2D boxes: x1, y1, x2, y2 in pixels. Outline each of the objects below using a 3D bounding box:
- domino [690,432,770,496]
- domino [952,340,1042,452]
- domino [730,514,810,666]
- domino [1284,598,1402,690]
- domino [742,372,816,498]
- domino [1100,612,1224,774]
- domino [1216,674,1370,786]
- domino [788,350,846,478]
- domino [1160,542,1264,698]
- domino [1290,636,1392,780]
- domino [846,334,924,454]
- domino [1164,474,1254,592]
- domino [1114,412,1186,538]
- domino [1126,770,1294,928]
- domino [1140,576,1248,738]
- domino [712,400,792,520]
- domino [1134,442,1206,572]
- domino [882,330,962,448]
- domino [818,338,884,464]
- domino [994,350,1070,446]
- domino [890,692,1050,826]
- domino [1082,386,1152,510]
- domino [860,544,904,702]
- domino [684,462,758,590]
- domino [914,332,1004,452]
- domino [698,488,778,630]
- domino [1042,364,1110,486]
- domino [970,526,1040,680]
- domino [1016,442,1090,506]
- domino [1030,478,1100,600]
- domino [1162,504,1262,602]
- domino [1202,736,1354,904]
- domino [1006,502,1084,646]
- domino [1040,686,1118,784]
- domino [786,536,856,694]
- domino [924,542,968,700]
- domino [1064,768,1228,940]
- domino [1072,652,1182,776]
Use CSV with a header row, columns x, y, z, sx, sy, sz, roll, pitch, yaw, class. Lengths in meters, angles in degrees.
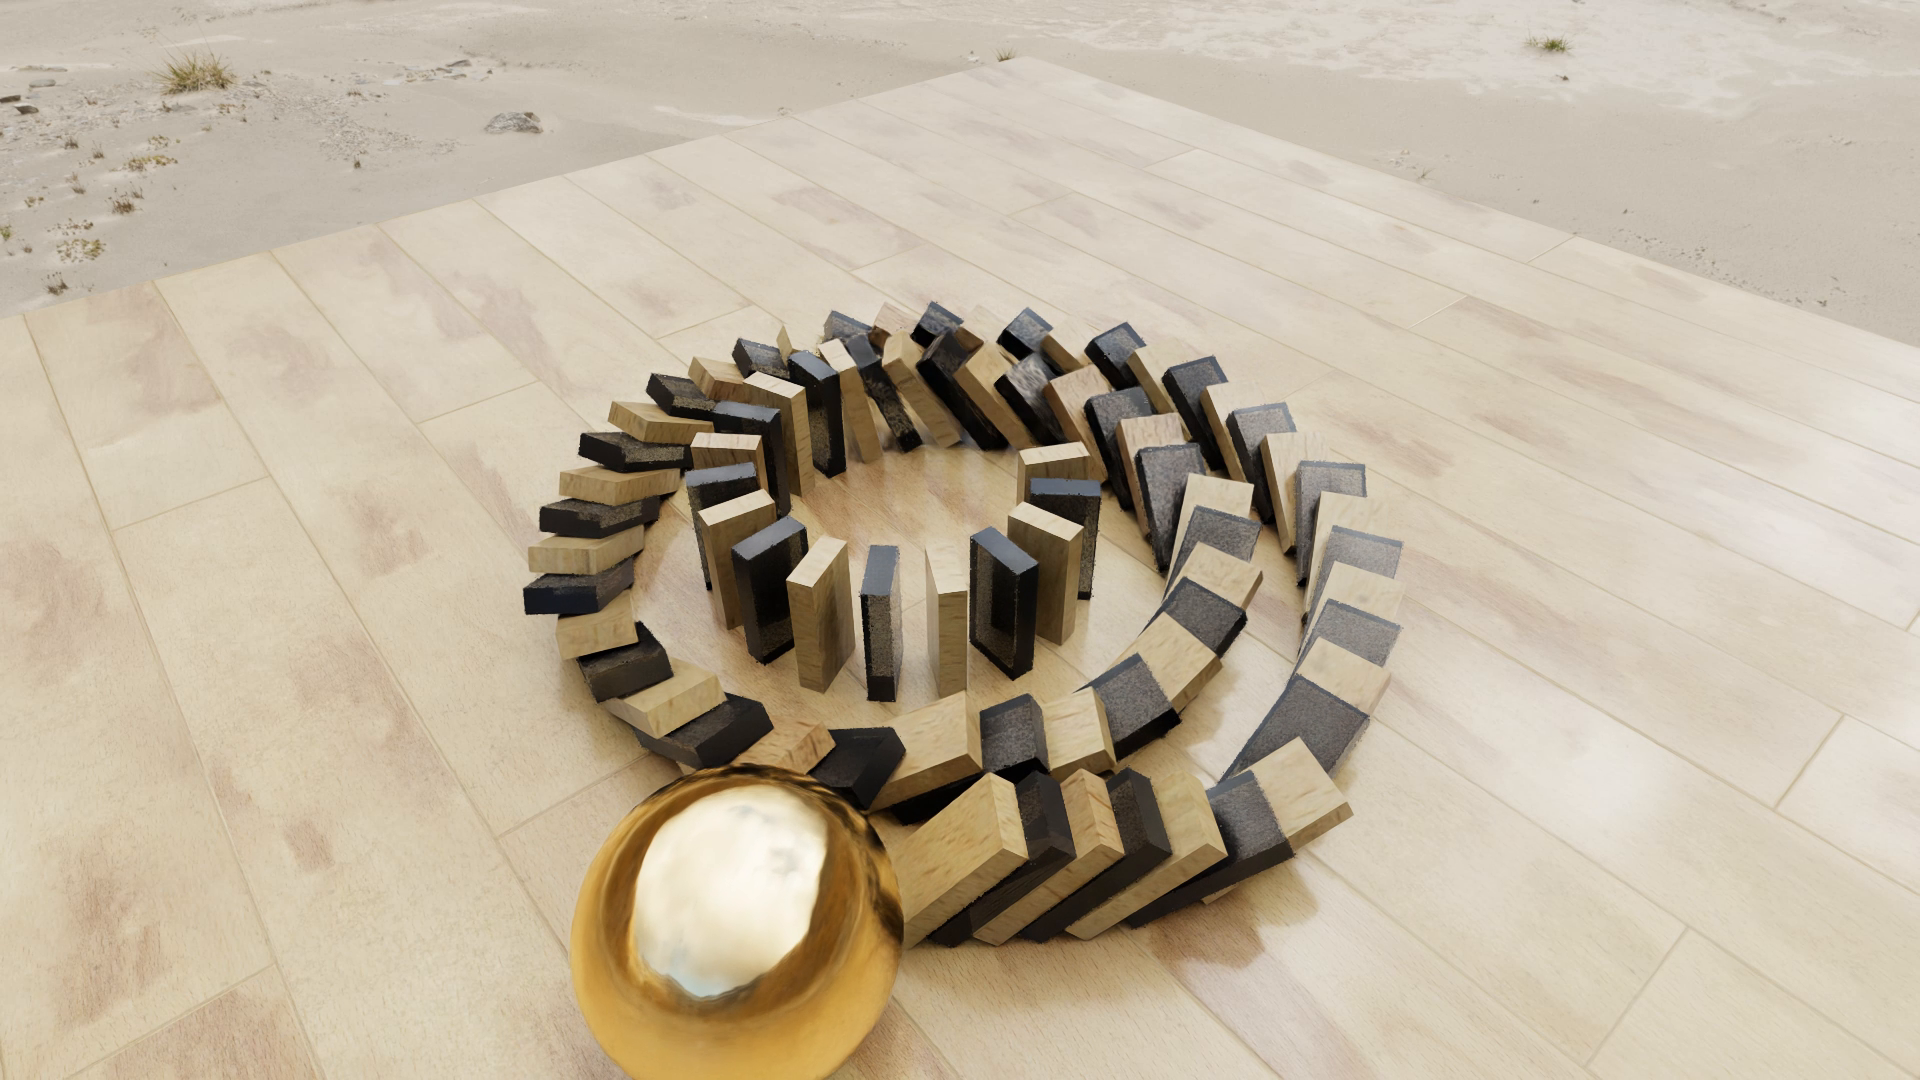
x,y,z,sx,sy,sz,roll,pitch,yaw,class
-0.089,-0.018,0.434,0.025,0.050,0.009,3,39,4,domino
0.021,-0.063,0.496,0.050,0.010,0.025,48,45,-11,domino
-0.065,0.018,0.389,0.009,0.050,0.025,32,49,33,domino
0.125,0.047,0.369,0.025,0.010,0.050,23,73,25,domino
-0.076,-0.044,0.466,0.025,0.050,0.010,21,44,24,domino
0.060,0.050,0.364,0.050,0.010,0.025,-44,50,-4,domino
0.102,0.069,0.341,0.025,0.009,0.050,32,78,33,domino
-0.062,-0.054,0.478,0.009,0.050,0.025,-27,46,-29,domino
0.084,0.028,0.391,0.025,0.009,0.050,26,75,28,domino
0.115,0.059,0.354,0.025,0.010,0.050,29,75,30,domino
-0.034,-0.065,0.491,0.009,0.050,0.025,-28,42,2,domino
0.096,0.001,0.423,0.025,0.010,0.050,11,71,12,domino
0.083,-0.027,0.457,0.025,0.009,0.050,-8,71,-10,domino
0.067,0.089,0.317,0.050,0.009,0.025,-29,39,11,domino
0.073,0.039,0.377,0.025,0.010,0.050,32,78,33,domino
-0.085,-0.032,0.450,0.025,0.050,0.010,11,41,13,domino
0.088,-0.014,0.441,0.025,0.010,0.050,-6,69,-7,domino
-0.016,-0.068,0.496,0.009,0.050,0.025,-25,34,21,domino
-0.048,-0.061,0.485,0.009,0.050,0.025,-24,44,-10,domino
0.040,-0.058,0.491,0.050,0.010,0.025,51,51,-2,domino
0.002,0.068,0.342,0.050,0.009,0.025,-24,37,16,domino
0.074,-0.040,0.472,0.025,0.010,0.050,-14,74,-16,domino
-0.026,0.029,0.376,0.010,0.050,0.025,3,39,3,domino
-0.087,-0.005,0.417,0.025,0.050,0.010,-10,40,-12,domino
0.003,-0.067,0.498,0.009,0.050,0.025,-25,24,36,domino
-0.078,0.008,0.402,0.025,0.050,0.010,-22,44,-24,domino
0.059,-0.050,0.484,0.025,0.010,0.050,-24,80,-26,domino
0.015,0.023,0.384,0.010,0.050,0.025,-26,46,-28,domino
0.035,-0.013,0.428,0.025,0.050,0.009,-9,40,-11,domino
0.038,0.000,0.411,0.025,0.050,0.009,3,39,3,domino
0.092,0.014,0.407,0.025,0.009,0.050,17,72,18,domino
0.087,0.083,0.325,0.050,0.010,0.025,-33,43,5,domino
0.030,0.013,0.396,0.025,0.050,0.009,24,45,27,domino
0.022,0.067,0.344,0.050,0.009,0.025,-24,38,15,domino
-0.047,0.026,0.380,0.010,0.050,0.025,14,41,17,domino
-0.005,0.028,0.377,0.009,0.050,0.025,-7,40,-9,domino
0.049,0.089,0.310,0.050,0.009,0.025,-40,34,22,domino
0.043,0.060,0.352,0.050,0.010,0.025,-33,43,6,domino
